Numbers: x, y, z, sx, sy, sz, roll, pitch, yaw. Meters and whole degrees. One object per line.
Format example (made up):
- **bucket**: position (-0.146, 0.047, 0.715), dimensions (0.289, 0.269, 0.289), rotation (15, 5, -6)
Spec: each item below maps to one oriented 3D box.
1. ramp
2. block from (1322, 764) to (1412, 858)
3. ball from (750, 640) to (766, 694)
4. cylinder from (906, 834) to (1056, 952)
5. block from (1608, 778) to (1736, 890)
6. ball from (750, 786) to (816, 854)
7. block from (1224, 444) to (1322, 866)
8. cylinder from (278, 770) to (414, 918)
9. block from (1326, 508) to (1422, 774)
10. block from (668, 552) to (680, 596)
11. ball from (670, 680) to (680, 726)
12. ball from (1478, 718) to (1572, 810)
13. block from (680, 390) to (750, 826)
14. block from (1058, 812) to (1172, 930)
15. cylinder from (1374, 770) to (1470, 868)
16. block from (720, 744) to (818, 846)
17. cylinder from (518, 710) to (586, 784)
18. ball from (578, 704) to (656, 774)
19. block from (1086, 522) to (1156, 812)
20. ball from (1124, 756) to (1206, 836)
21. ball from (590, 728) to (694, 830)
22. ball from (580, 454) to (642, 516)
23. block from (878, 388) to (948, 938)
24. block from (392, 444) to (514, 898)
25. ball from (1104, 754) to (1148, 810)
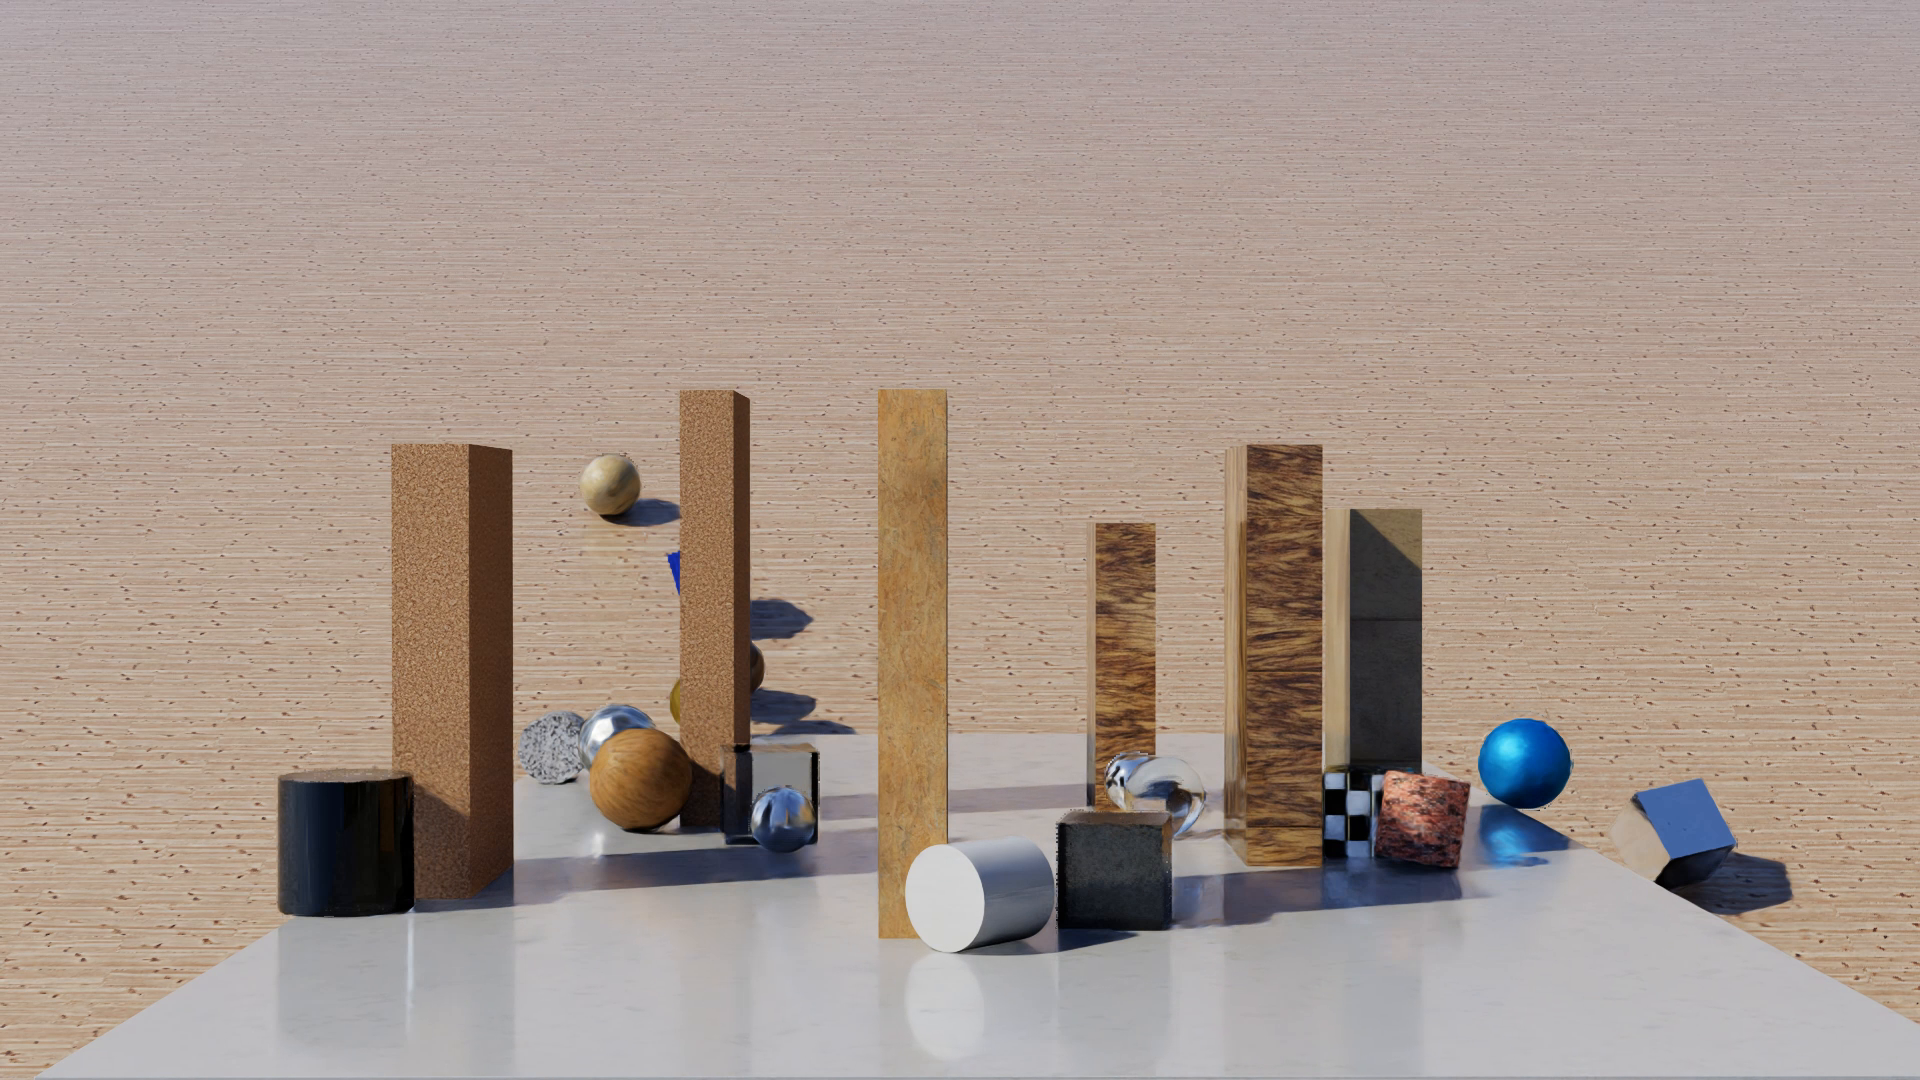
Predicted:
- **ramp**: position (0.063, 0.569, 4.609), dimensions (2.000, 0.100, 4.000), rotation (0, 1, 0)
- **block**: position (0.677, 0.453, 4.321), dimensions (0.138, 0.138, 0.138), rotation (0, 1, 17)
- **ball**: position (-0.586, 0.330, 6.664), dimensions (0.167, 0.167, 0.167), rotation (0, 28, 0)
- **cylinder**: position (0.026, 0.463, 3.391), dimensions (0.139, 0.139, 0.139), rotation (26, 17, 39)
- **block**: position (1.692, 0.706, 6.143), dimensions (0.182, 0.182, 0.182), rotation (-10, 57, -18)
- **ball**: position (-0.295, 0.467, 4.307), dimensions (0.111, 0.111, 0.111), rotation (0, 28, 0)
- **block**: position (0.520, 0.183, 4.313), dimensions (0.121, 0.677, 0.349), rotation (0, 1, 0)
- **cylinder**: position (-0.884, 0.434, 3.722), dimensions (0.190, 0.190, 0.190), rotation (0, 1, 0)
- **block**: position (0.748, 0.230, 4.690), dimensions (0.127, 0.574, 0.303), rotation (0, 1, 0)
- **block**: position (-0.712, 0.111, 7.242), dimensions (0.161, 0.161, 0.161), rotation (-18, -14, -3)
- **ball**: position (-0.652, 0.410, 6.530), dimensions (0.165, 0.165, 0.165), rotation (0, 28, 0)
- **ball**: position (1.125, 0.446, 5.148), dimensions (0.181, 0.181, 0.181), rotation (0, 28, 0)
- **block**: position (-0.459, 0.121, 4.867), dimensions (0.097, 0.789, 0.373), rotation (0, 1, 0)
- **block**: position (0.216, 0.459, 3.592), dimensions (0.143, 0.143, 0.143), rotation (0, 1, 10)
- **cylinder**: position (0.742, 0.446, 4.143), dimensions (0.134, 0.134, 0.134), rotation (9, -3, 0)
- **block**: position (-0.334, 0.441, 4.499), dimensions (0.158, 0.158, 0.158), rotation (0, 1, -8)
- **cylinder**: position (-0.854, 0.438, 5.477), dimensions (0.143, 0.143, 0.143), rotation (0, 1, -1)
- **ball**: position (-0.709, 0.425, 5.365), dimensions (0.170, 0.170, 0.170), rotation (0, 28, 0)
- **block**: position (0.310, 0.240, 5.000), dimensions (0.112, 0.547, 0.333), rotation (0, 1, 0)
- **ball**: position (0.358, 0.449, 4.523), dimensions (0.142, 0.142, 0.142), rotation (0, 28, 0)
- **ball**: position (-0.569, 0.427, 4.616), dimensions (0.184, 0.184, 0.184), rotation (0, 28, 0)
- **ball**: position (-1.060, -0.167, 7.842), dimensions (0.185, 0.185, 0.185), rotation (0, 28, 0)
- **block**: position (-0.064, 0.163, 3.631), dimensions (0.091, 0.733, 0.376), rotation (0, 1, 0)
- **block**: position (-0.779, 0.191, 3.988), dimensions (0.114, 0.670, 0.375), rotation (0, 1, 0)
- **ball**: position (0.322, 0.448, 4.782), dimensions (0.107, 0.107, 0.107), rotation (0, 28, 0)
